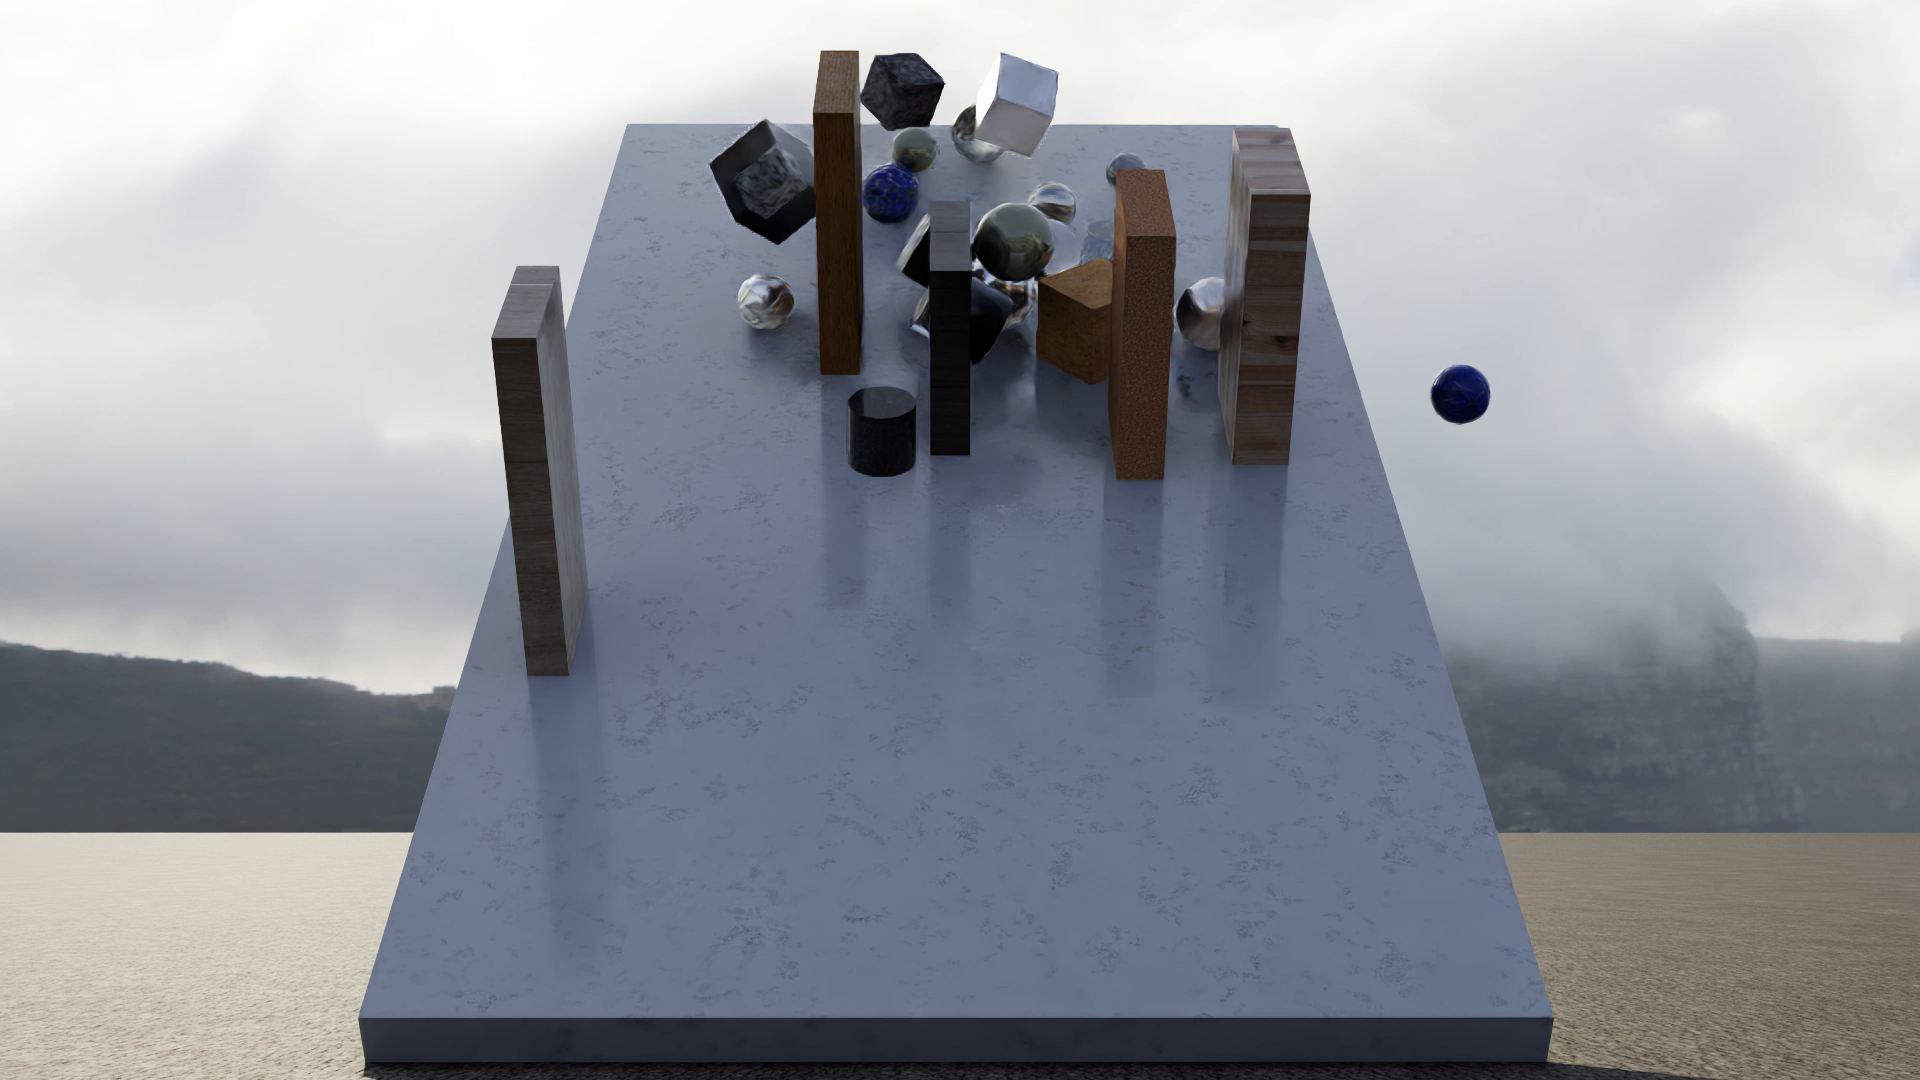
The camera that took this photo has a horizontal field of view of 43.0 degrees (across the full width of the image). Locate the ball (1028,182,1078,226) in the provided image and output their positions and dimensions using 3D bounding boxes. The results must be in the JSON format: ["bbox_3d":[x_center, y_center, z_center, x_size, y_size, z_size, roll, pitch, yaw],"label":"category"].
[{"bbox_3d":[0.257,-0.929,6.781,0.137,0.137,0.137,0,-7,0],"label":"ball"}]

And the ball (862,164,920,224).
[{"bbox_3d":[-0.196,-0.970,6.817,0.167,0.167,0.167,0,-7,0],"label":"ball"}]

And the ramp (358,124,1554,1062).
[{"bbox_3d":[-0.014,-0.198,5.805,2.000,0.100,4.000,0,31,0],"label":"ramp"}]

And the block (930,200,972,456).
[{"bbox_3d":[-0.023,-0.504,5.755,0.093,0.475,0.393,0,31,0],"label":"block"}]

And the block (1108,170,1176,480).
[{"bbox_3d":[0.415,-0.497,5.615,0.109,0.611,0.372,0,31,0],"label":"block"}]

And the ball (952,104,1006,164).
[{"bbox_3d":[0.065,-1.202,7.189,0.179,0.179,0.179,0,-7,0],"label":"ball"}]

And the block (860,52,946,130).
[{"bbox_3d":[-0.173,-1.339,7.265,0.159,0.159,0.159,-13,-39,-38],"label":"block"}]

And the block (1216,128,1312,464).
[{"bbox_3d":[0.701,-0.567,5.669,0.131,0.679,0.391,0,31,0],"label":"block"}]

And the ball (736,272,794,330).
[{"bbox_3d":[-0.499,-0.612,6.247,0.146,0.146,0.146,0,-7,0],"label":"ball"}]

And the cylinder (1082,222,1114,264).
[{"bbox_3d":[0.400,-0.729,6.391,0.164,0.164,0.164,9,26,-4],"label":"cylinder"}]

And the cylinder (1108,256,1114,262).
[{"bbox_3d":[0.440,-0.693,6.187,0.117,0.117,0.117,-7,35,46],"label":"cylinder"}]

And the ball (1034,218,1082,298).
[{"bbox_3d":[0.215,-0.738,6.367,0.207,0.207,0.207,0,-7,0],"label":"ball"}]

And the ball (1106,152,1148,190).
[{"bbox_3d":[0.480,-1.055,7.007,0.119,0.119,0.119,0,-7,0],"label":"ball"}]

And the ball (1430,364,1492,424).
[{"bbox_3d":[1.213,-0.354,5.902,0.147,0.147,0.147,0,-7,0],"label":"ball"}]

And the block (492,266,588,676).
[{"bbox_3d":[-0.833,-0.133,4.864,0.084,0.762,0.318,0,31,0],"label":"block"}]

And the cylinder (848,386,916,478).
[{"bbox_3d":[-0.180,-0.251,5.645,0.155,0.155,0.155,0,32,0],"label":"cylinder"}]

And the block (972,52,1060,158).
[{"bbox_3d":[0.161,-1.258,7.038,0.182,0.182,0.182,17,-36,-13],"label":"block"}]

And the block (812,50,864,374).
[{"bbox_3d":[-0.299,-0.815,6.059,0.096,0.689,0.423,0,31,0],"label":"block"}]

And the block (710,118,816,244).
[{"bbox_3d":[-0.500,-0.949,6.465,0.201,0.201,0.201,-35,-28,19],"label":"block"}]

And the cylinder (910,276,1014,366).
[{"bbox_3d":[0.003,-0.564,6.062,0.190,0.190,0.190,30,-13,-10],"label":"cylinder"}]

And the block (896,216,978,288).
[{"bbox_3d":[-0.057,-0.734,6.345,0.153,0.153,0.153,30,9,-14],"label":"block"}]

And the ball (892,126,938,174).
[{"bbox_3d":[-0.129,-1.101,6.872,0.131,0.131,0.131,0,-7,0],"label":"ball"}]

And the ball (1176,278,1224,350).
[{"bbox_3d":[0.639,-0.571,6.149,0.185,0.185,0.185,0,-7,0],"label":"ball"}]

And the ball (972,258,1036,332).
[{"bbox_3d":[0.094,-0.636,6.236,0.202,0.202,0.202,0,-7,0],"label":"ball"}]

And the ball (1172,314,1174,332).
[{"bbox_3d":[0.489,-0.551,6.184,0.114,0.114,0.114,0,-7,0],"label":"ball"}]

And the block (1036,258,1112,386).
[{"bbox_3d":[0.341,-0.547,6.082,0.210,0.210,0.210,-23,38,-32],"label":"block"}]

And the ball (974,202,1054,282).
[{"bbox_3d":[0.132,-0.722,5.903,0.194,0.194,0.194,0,-7,0],"label":"ball"}]
